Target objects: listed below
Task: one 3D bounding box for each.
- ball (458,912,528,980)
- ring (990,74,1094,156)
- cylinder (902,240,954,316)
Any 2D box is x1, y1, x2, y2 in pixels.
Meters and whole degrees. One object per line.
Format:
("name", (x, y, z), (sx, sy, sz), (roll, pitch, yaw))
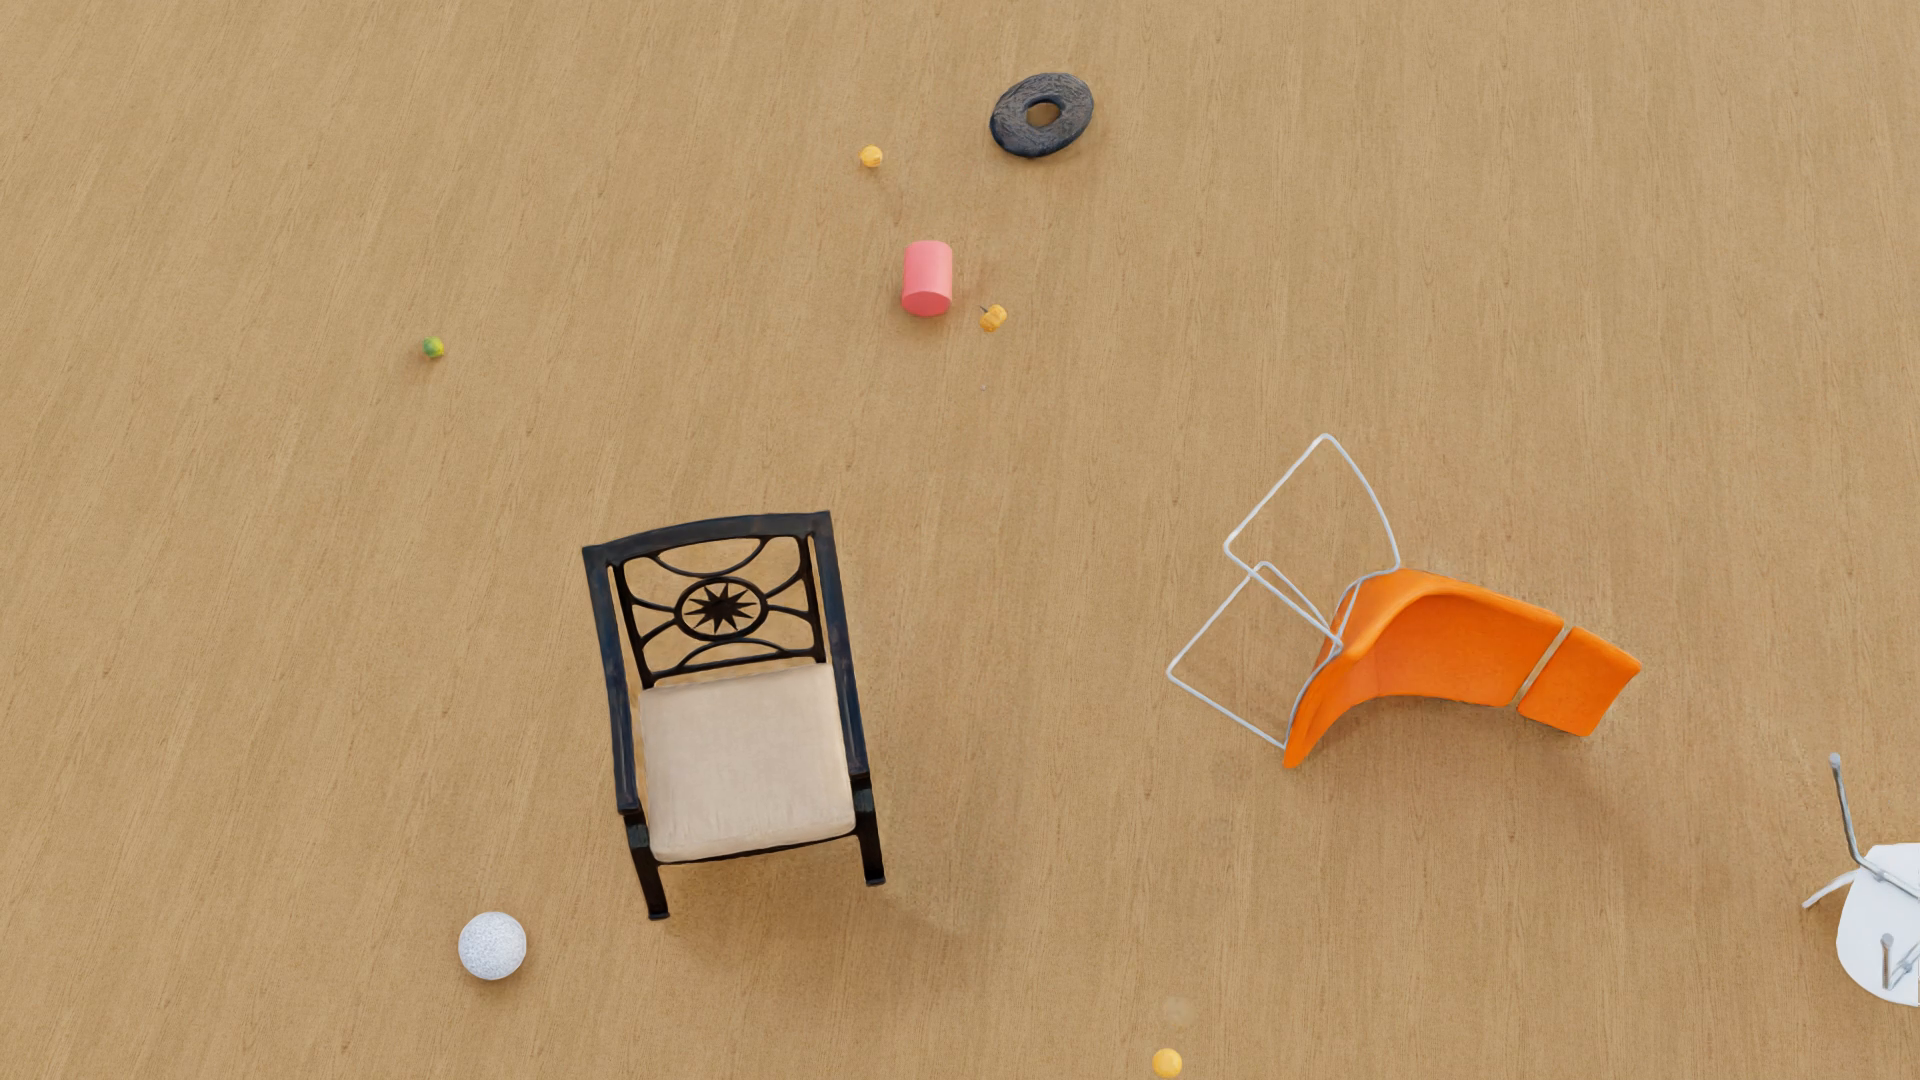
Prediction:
("ball", (-1.223, 1.061, 5.755), (0.177, 0.177, 0.177), (0, 56, 0))
("ring", (0.280, -1.450, 7.492), (0.389, 0.066, 0.314), (-41, 67, -17))
("cylinder", (-0.102, -0.835, 7.024), (0.152, 0.158, 0.190), (22, 59, -36))
